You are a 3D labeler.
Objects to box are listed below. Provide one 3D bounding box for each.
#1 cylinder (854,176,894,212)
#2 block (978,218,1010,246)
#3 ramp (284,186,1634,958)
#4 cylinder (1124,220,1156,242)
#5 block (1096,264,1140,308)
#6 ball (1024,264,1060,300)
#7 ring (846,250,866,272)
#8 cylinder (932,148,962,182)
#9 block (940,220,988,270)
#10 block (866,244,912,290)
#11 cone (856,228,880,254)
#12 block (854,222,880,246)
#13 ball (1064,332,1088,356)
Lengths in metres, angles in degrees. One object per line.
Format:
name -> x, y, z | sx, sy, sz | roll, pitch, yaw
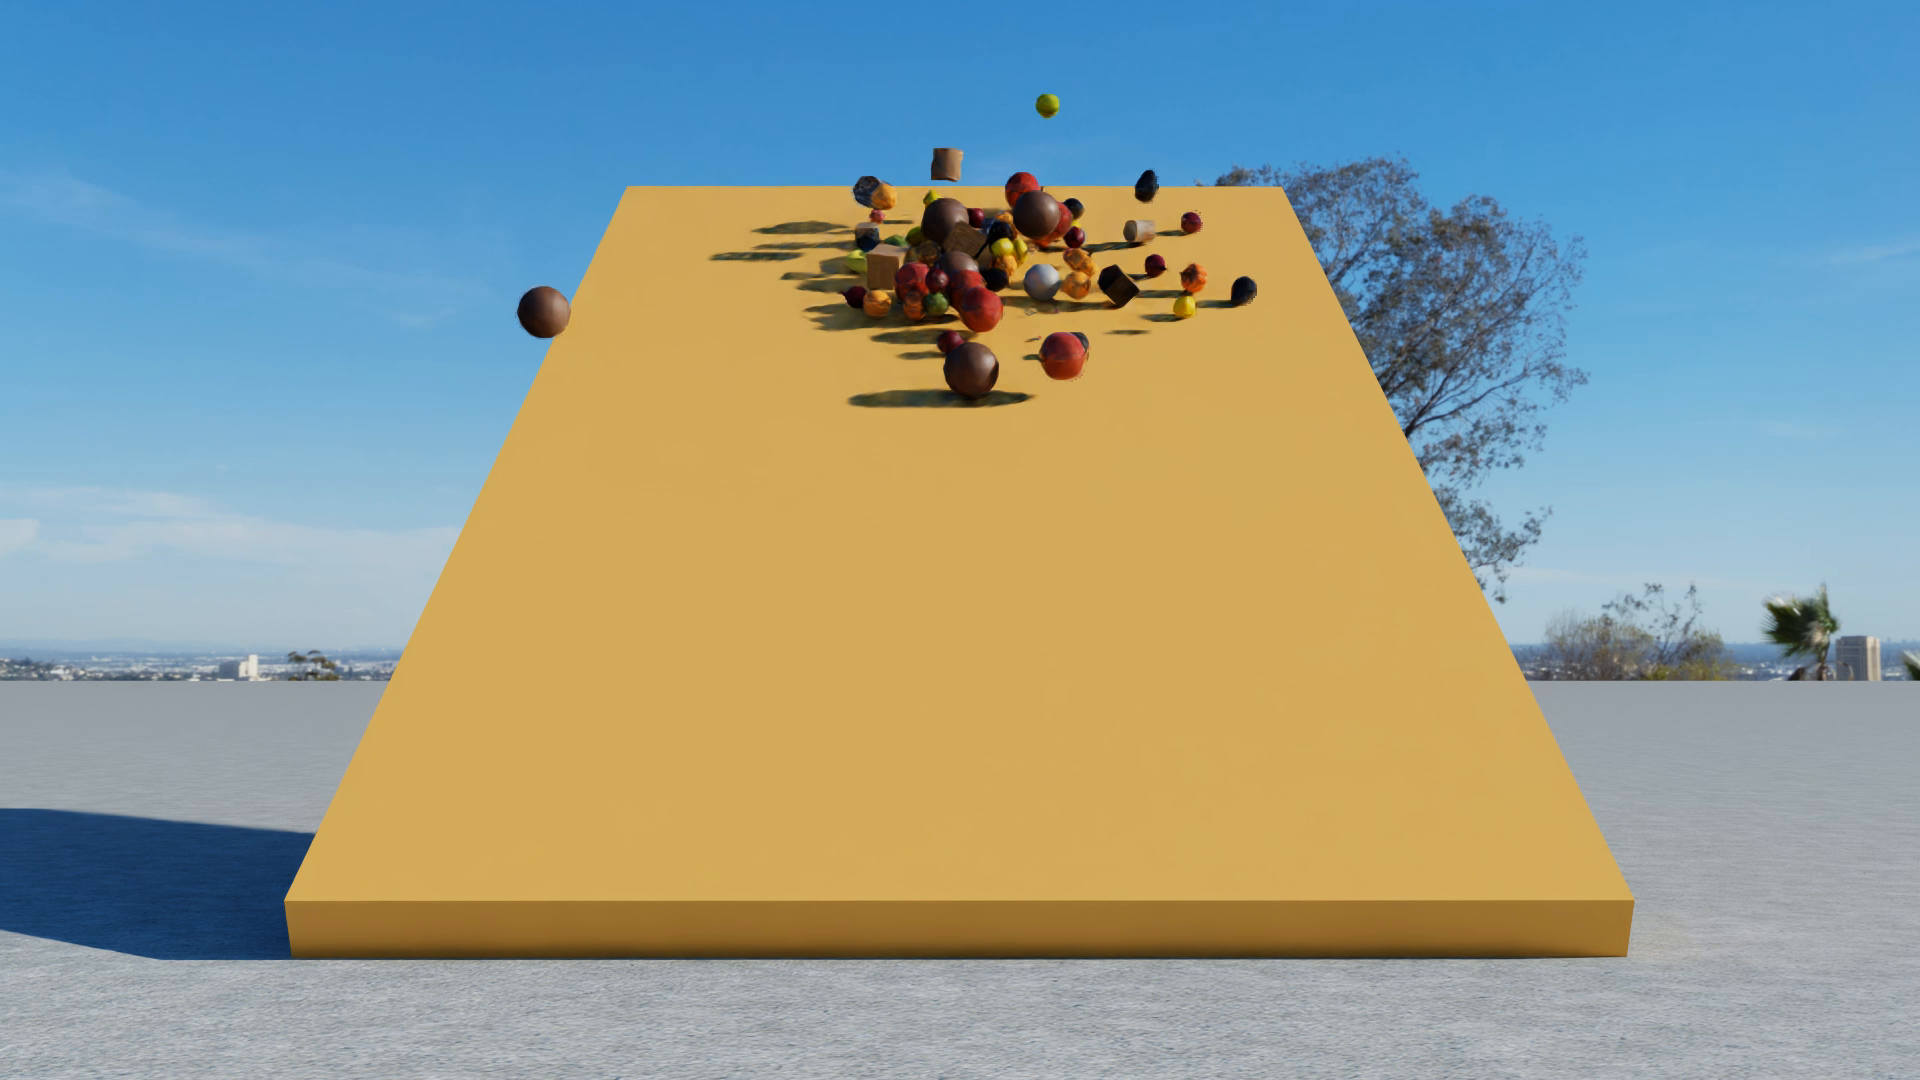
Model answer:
cylinder -> -0.246, -0.994, 6.662 | 0.087, 0.087, 0.087 | -2, -5, 25
block -> 0.091, -0.846, 6.383 | 0.058, 0.058, 0.058 | 26, -7, -33
ramp -> -0.008, -0.228, 5.290 | 2.000, 0.100, 4.000 | 0, 24, 0
cylinder -> 0.504, -0.866, 6.513 | 0.065, 0.065, 0.065 | -3, -1, -31
block -> 0.410, -0.657, 6.013 | 0.069, 0.069, 0.069 | 39, 14, -28
ball -> 0.214, -0.673, 6.058 | 0.096, 0.096, 0.096 | 0, -3, 0
ring -> -0.247, -0.761, 6.322 | 0.127, 0.042, 0.127 | -1, 26, 1
cylinder -> -0.036, -1.033, 6.395 | 0.082, 0.082, 0.082 | 3, 4, 0
block -> 0.011, -0.784, 6.180 | 0.090, 0.090, 0.090 | 34, -4, 1
block -> -0.188, -0.726, 6.181 | 0.092, 0.092, 0.092 | 8, 25, 17
cone -> -0.232, -0.818, 6.261 | 0.071, 0.071, 0.071 | 17, -32, 11
block -> -0.261, -0.859, 6.529 | 0.054, 0.054, 0.054 | 6, 25, 14
ball -> 0.284, -0.478, 5.660 | 0.060, 0.060, 0.060 | 0, -3, 0
